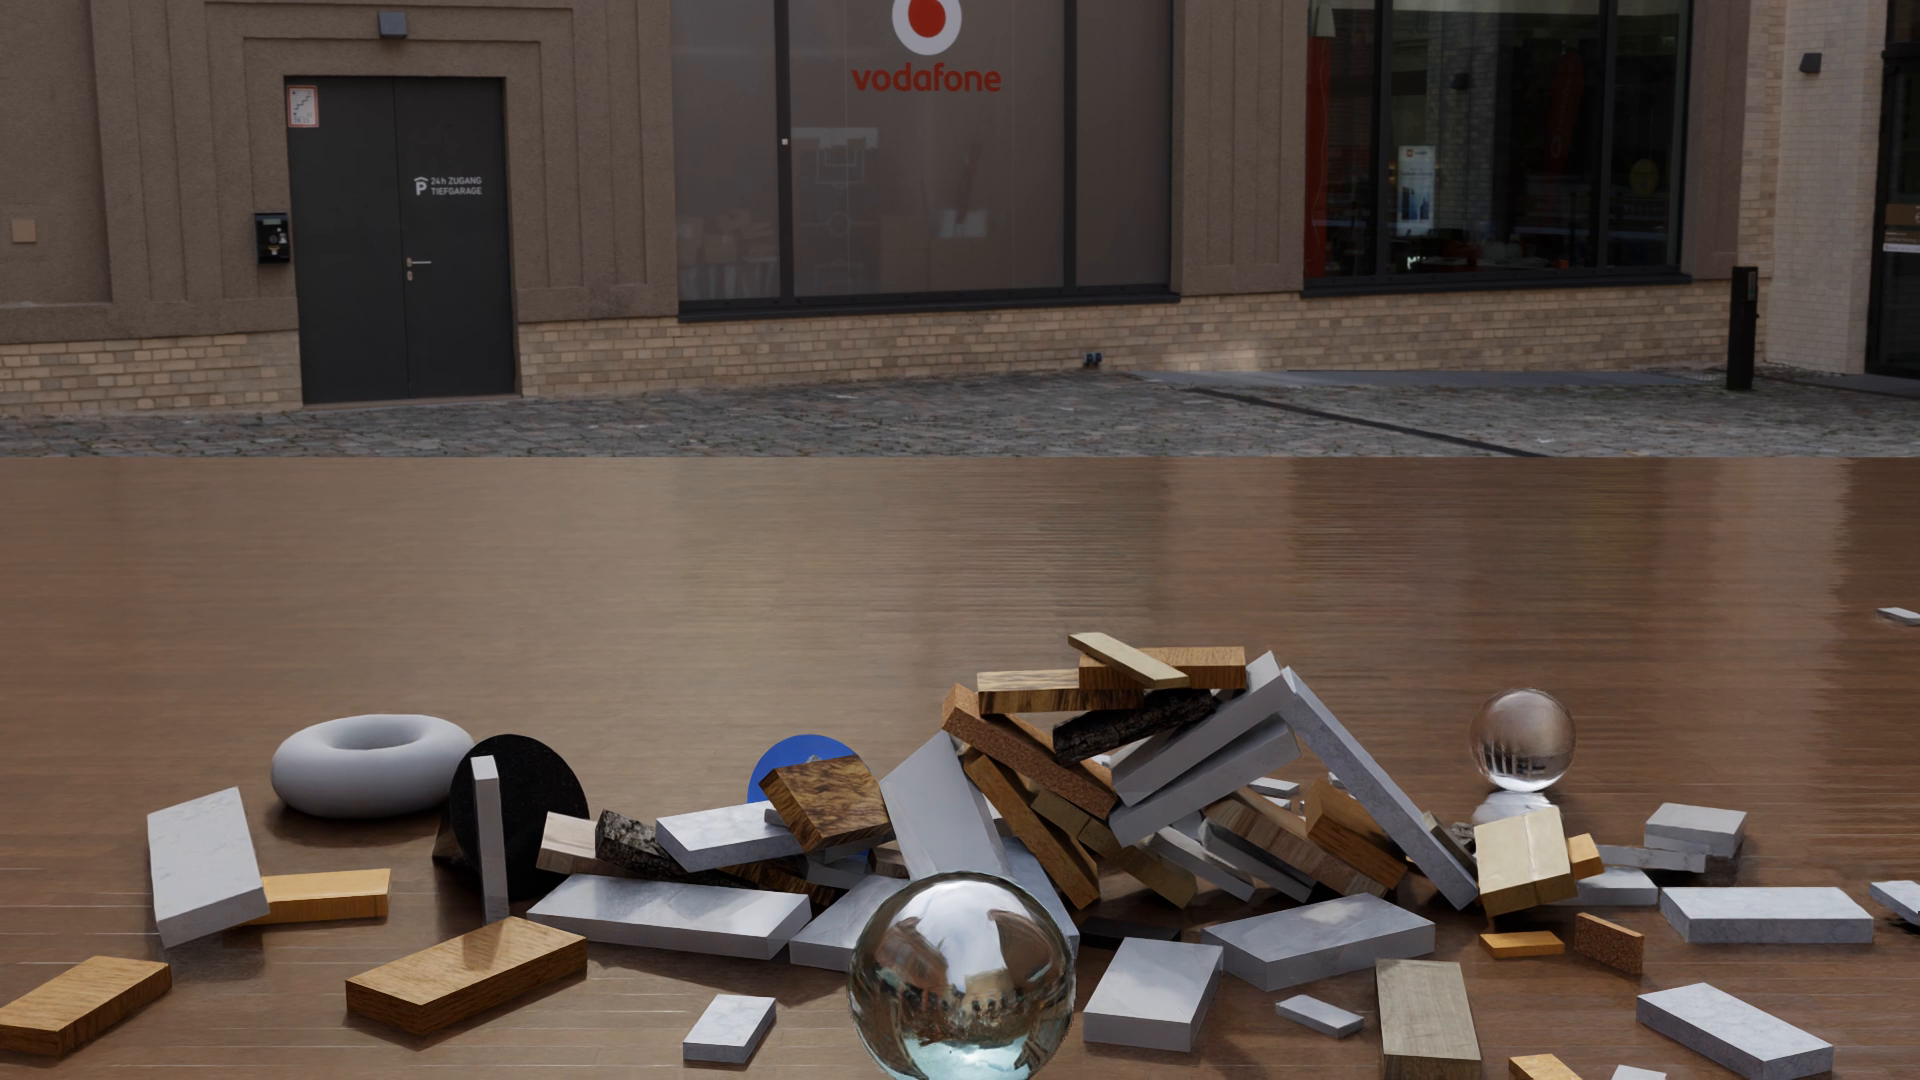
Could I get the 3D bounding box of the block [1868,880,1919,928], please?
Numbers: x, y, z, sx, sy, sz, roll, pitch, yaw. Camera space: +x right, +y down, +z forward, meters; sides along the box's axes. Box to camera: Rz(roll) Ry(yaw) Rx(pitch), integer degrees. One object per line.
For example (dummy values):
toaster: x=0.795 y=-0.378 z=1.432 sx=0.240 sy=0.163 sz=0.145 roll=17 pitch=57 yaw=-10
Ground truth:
block: x=1.533 y=0.585 z=3.517 sx=0.076 sy=0.022 sz=0.152 roll=0 pitch=13 yaw=-11

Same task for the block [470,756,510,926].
block: x=-0.750 y=0.487 z=3.512 sx=0.037 sy=0.258 sz=0.129 roll=-5 pitch=11 yaw=-15

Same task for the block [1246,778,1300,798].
block: x=0.595 y=0.475 z=4.245 sx=0.106 sy=0.015 sz=0.053 roll=7 pitch=13 yaw=34

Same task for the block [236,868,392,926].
block: x=-1.067 y=0.584 z=3.599 sx=0.258 sy=0.037 sz=0.129 roll=-2 pitch=11 yaw=-11

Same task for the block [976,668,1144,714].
block: x=0.163 y=0.247 z=3.614 sx=0.265 sy=0.038 sz=0.133 roll=-2 pitch=10 yaw=0

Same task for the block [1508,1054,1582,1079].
block: x=0.787 y=0.719 z=2.925 sx=0.062 sy=0.018 sz=0.124 roll=-2 pitch=11 yaw=-13

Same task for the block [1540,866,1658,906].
block: x=1.038 y=0.576 z=3.663 sx=0.213 sy=0.030 sz=0.107 roll=0 pitch=11 yaw=-1

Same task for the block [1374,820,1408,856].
block: x=0.713 y=0.474 z=3.687 sx=0.058 sy=0.017 sz=0.117 roll=40 pitch=13 yaw=-39

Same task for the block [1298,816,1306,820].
block: x=0.643 y=0.513 z=3.973 sx=0.133 sy=0.014 sz=0.048 roll=-2 pitch=8 yaw=9

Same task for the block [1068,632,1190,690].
block: x=0.267 y=0.192 z=3.530 sx=0.058 sy=0.016 sz=0.362 roll=-5 pitch=10 yaw=-18

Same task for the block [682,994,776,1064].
block: x=-0.322 y=0.685 z=3.090 sx=0.086 sy=0.024 sz=0.173 roll=2 pitch=11 yaw=10

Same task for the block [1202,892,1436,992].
block: x=0.553 y=0.617 z=3.394 sx=0.327 sy=0.046 sz=0.163 roll=-6 pitch=12 yaw=-29

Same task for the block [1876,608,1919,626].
block: x=2.456 y=0.198 z=5.729 sx=0.062 sy=0.018 sz=0.124 roll=-3 pitch=11 yaw=-16

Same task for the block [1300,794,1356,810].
block: x=0.694 y=0.496 z=4.135 sx=0.106 sy=0.015 sz=0.053 roll=-8 pitch=13 yaw=-37

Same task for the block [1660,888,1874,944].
block: x=1.285 y=0.599 z=3.511 sx=0.288 sy=0.041 sz=0.144 roll=0 pitch=11 yaw=0

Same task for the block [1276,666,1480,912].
block: x=0.679 y=0.406 z=3.619 sx=0.046 sy=0.453 sz=0.162 roll=-42 pitch=6 yaw=10

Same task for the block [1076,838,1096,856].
block: x=0.194 y=0.516 z=3.943 sx=0.162 sy=0.046 sz=0.374 roll=8 pitch=13 yaw=37

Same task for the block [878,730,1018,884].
block: x=-0.021 y=0.473 z=3.512 sx=0.151 sy=0.043 sz=0.417 roll=-40 pitch=31 yaw=10

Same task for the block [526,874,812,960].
block: x=-0.457 y=0.587 z=3.443 sx=0.437 sy=0.039 sz=0.137 roll=1 pitch=19 yaw=25

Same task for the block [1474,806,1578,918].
block: x=0.921 y=0.523 z=3.593 sx=0.144 sy=0.041 sz=0.288 roll=-17 pitch=11 yaw=15

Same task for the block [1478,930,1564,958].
block: x=0.873 y=0.628 z=3.418 sx=0.115 sy=0.016 sz=0.058 roll=-2 pitch=11 yaw=-9

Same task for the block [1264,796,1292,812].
block: x=0.553 y=0.505 z=4.075 sx=0.070 sy=0.020 sz=0.140 roll=7 pitch=12 yaw=32

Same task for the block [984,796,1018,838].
block: x=0.114 y=0.477 z=3.871 sx=0.325 sy=0.046 sz=0.162 roll=-4 pitch=11 yaw=-30

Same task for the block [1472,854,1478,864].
block: x=0.956 y=0.549 z=3.832 sx=0.076 sy=0.022 sz=0.152 roll=8 pitch=13 yaw=36

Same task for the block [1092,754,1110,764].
block: x=0.262 y=0.453 z=4.351 sx=0.070 sy=0.020 sz=0.139 roll=5 pitch=12 yaw=25

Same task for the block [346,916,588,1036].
block: x=-0.728 y=0.642 z=3.262 sx=0.162 sy=0.046 sz=0.324 roll=7 pitch=13 yaw=35

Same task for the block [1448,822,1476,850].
block: x=0.873 y=0.532 z=3.881 sx=0.059 sy=0.017 sz=0.227 roll=8 pitch=8 yaw=28

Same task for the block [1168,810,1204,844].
block: x=0.408 y=0.485 z=4.191 sx=0.059 sy=0.017 sz=0.591 roll=0 pitch=11 yaw=-2

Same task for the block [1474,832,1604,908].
block: x=0.946 y=0.545 z=3.631 sx=0.213 sy=0.030 sz=0.107 roll=-18 pitch=10 yaw=10

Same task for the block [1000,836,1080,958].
block: x=0.070 y=0.567 z=3.485 sx=0.151 sy=0.043 sz=0.301 roll=-1 pitch=22 yaw=-16

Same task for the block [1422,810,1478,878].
block: x=0.816 y=0.505 z=3.648 sx=0.017 sy=0.118 sz=0.059 roll=-42 pitch=14 yaw=10

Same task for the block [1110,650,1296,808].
block: x=0.392 y=0.307 z=3.582 sx=0.323 sy=0.046 sz=0.162 roll=-35 pitch=8 yaw=8

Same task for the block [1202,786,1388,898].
block: x=0.542 y=0.490 z=3.636 sx=0.327 sy=0.046 sz=0.163 roll=30 pitch=8 yaw=-7

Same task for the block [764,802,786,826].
block: x=-0.254 y=0.432 z=3.625 sx=0.086 sy=0.024 sz=0.173 roll=9 pitch=15 yaw=12

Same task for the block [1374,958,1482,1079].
block: x=0.647 y=0.666 z=3.067 sx=0.123 sy=0.035 sz=0.438 roll=2 pitch=6 yaw=9

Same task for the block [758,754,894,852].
block: x=-0.206 y=0.425 z=3.567 sx=0.137 sy=0.039 sz=0.274 roll=53 pitch=20 yaw=17

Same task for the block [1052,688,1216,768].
block: x=0.282 y=0.292 z=3.590 sx=0.266 sy=0.038 sz=0.133 roll=-20 pitch=9 yaw=5

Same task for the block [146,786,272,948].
block: x=-1.265 y=0.536 z=3.681 sx=0.162 sy=0.046 sz=0.647 roll=-17 pitch=14 yaw=-18
